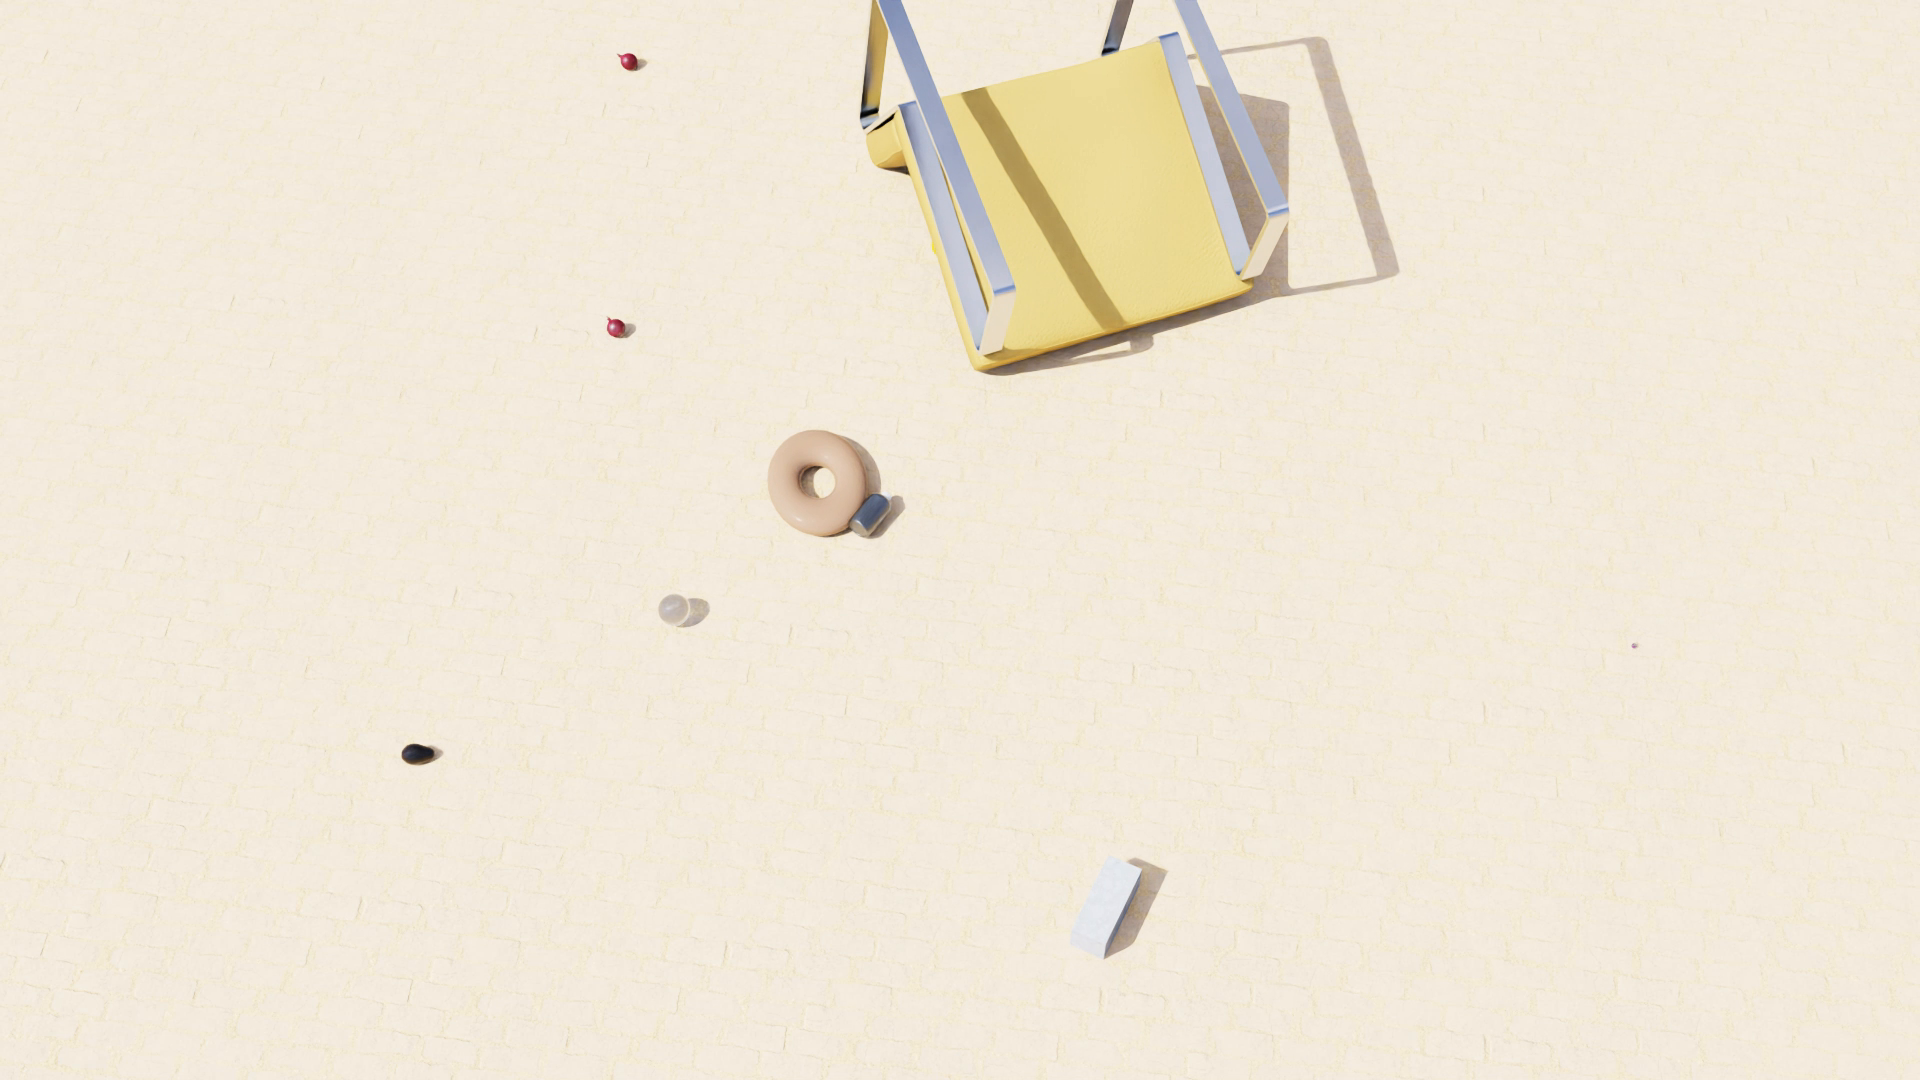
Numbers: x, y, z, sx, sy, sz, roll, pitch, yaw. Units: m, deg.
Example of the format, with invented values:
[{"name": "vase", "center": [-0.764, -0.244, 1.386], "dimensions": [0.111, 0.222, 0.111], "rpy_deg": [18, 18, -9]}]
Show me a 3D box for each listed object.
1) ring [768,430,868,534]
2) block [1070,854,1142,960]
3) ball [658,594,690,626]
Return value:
[{"name": "ring", "center": [-0.430, -0.176, 6.648], "dimensions": [0.305, 0.074, 0.386], "rpy_deg": [-10, 57, -6]}, {"name": "block", "center": [0.389, 0.977, 5.856], "dimensions": [0.098, 0.103, 0.238], "rpy_deg": [22, 59, 14]}, {"name": "ball", "center": [-0.829, 0.203, 6.381], "dimensions": [0.095, 0.095, 0.095], "rpy_deg": [0, 56, 0]}]
